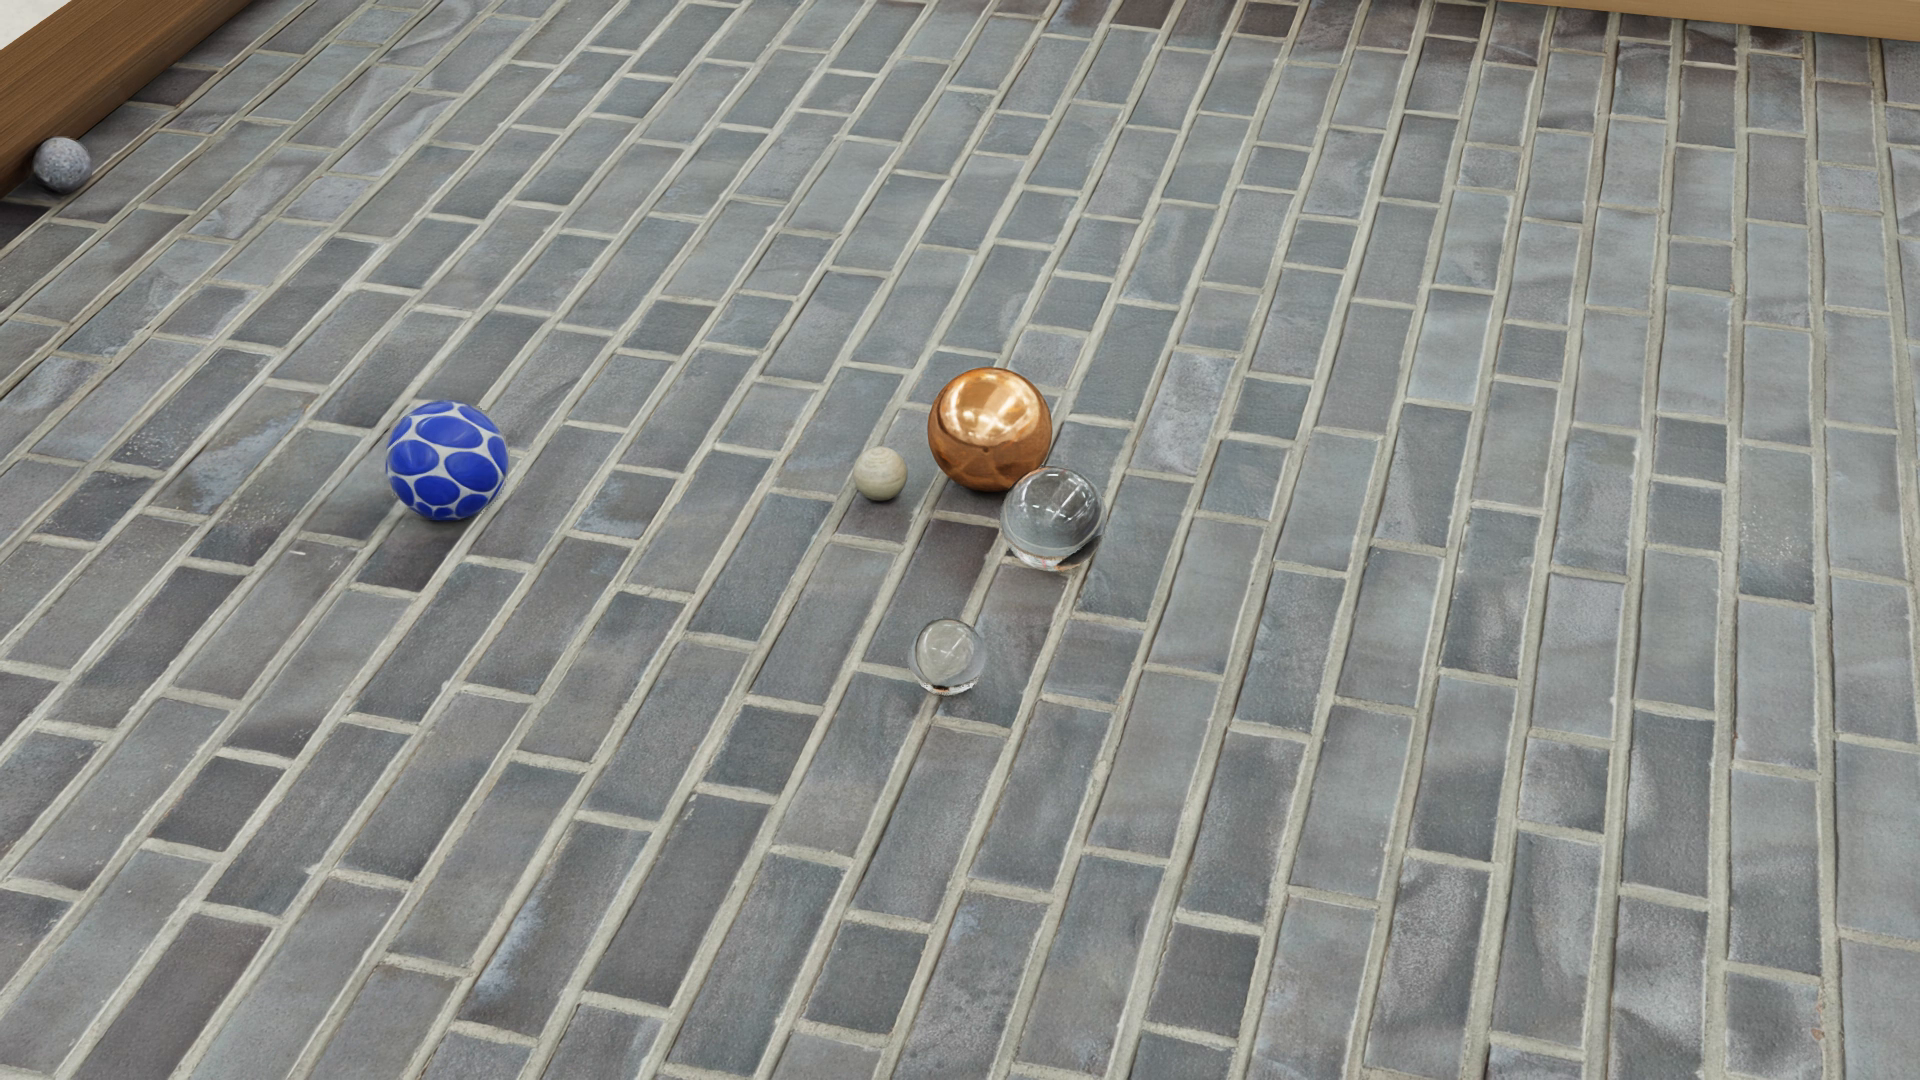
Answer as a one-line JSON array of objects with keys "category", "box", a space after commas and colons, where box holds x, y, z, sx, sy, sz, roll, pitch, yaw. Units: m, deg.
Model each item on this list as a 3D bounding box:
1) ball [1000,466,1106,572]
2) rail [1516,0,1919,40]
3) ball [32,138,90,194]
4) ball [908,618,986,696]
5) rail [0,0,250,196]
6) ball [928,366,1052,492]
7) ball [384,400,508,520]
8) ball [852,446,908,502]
[{"category": "ball", "box": [0.070, -0.016, 1.917, 0.079, 0.079, 0.079, 0, 34, 0]}, {"category": "rail", "box": [1.320, -0.533, 2.632, 4.183, 0.129, 0.045, 8, 35, 12]}, {"category": "ball", "box": [-0.855, -0.357, 2.442, 0.053, 0.053, 0.053, 0, 34, 0]}, {"category": "ball", "box": [-0.009, 0.082, 1.796, 0.054, 0.054, 0.054, 0, 34, 0]}, {"category": "rail", "box": [-0.988, -0.172, 2.100, 0.045, 0.129, 2.469, 8, 35, 12]}, {"category": "ball", "box": [0.023, -0.086, 2.003, 0.098, 0.098, 0.098, 0, 34, 0]}, {"category": "ball", "box": [-0.395, -0.061, 1.972, 0.093, 0.093, 0.093, 0, 34, 0]}, {"category": "ball", "box": [-0.062, -0.052, 2.002, 0.043, 0.043, 0.043, 0, 34, 0]}]
